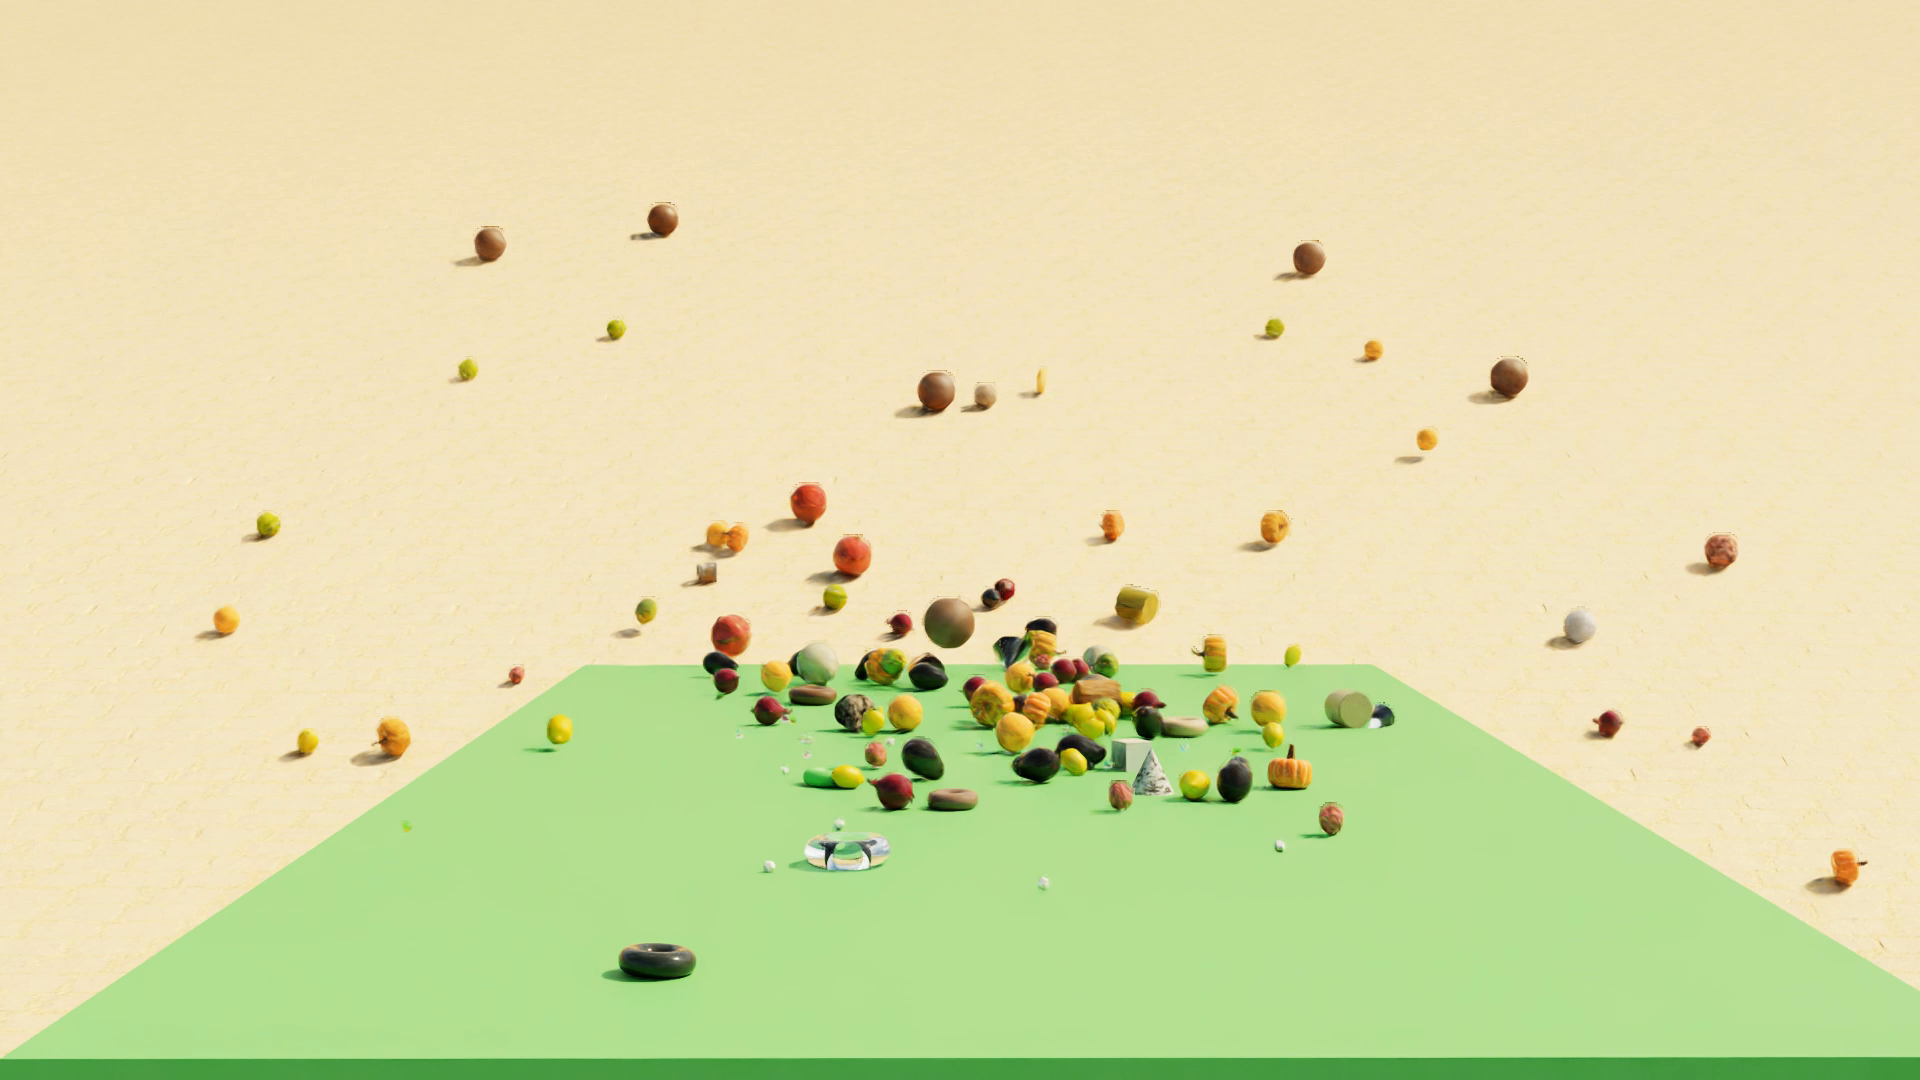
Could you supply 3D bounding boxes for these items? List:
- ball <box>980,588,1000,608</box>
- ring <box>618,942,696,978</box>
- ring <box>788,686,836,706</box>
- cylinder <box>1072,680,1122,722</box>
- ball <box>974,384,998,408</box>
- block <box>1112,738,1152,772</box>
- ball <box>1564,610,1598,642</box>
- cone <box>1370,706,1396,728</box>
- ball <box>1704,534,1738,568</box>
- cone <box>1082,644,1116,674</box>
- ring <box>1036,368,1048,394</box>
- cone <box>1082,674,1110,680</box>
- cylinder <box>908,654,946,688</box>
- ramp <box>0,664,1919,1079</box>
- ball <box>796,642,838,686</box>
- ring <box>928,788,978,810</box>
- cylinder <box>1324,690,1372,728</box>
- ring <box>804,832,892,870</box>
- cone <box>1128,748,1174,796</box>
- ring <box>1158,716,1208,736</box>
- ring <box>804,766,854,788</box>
[{"bbox_3d":[0.085,0.160,7.091,0.054,0.054,0.054,0,22,0],"label":"ball"},{"bbox_3d":[-0.343,0.477,2.916,0.089,0.030,0.089,3,0,0],"label":"ring"},{"bbox_3d":[-0.324,0.341,5.650,0.108,0.036,0.108,1,3,0],"label":"ring"},{"bbox_3d":[0.284,0.332,5.325,0.084,0.084,0.084,0,22,-11],"label":"cylinder"},{"bbox_3d":[0.086,-0.485,8.647,0.081,0.081,0.081,0,22,0],"label":"ball"},{"bbox_3d":[0.306,0.384,4.594,0.052,0.052,0.052,-2,3,-28],"label":"block"},{"bbox_3d":[1.660,0.229,6.879,0.087,0.087,0.087,0,22,0],"label":"ball"},{"bbox_3d":[0.841,0.368,5.196,0.055,0.055,0.055,18,27,37],"label":"cone"},{"bbox_3d":[2.178,0.030,7.359,0.095,0.095,0.095,0,22,0],"label":"ball"},{"bbox_3d":[0.338,0.311,6.244,0.082,0.082,0.082,1,30,2],"label":"cone"},{"bbox_3d":[0.279,-0.544,8.780,0.029,0.088,0.088,5,23,6],"label":"ring"},{"bbox_3d":[0.281,0.348,5.451,0.092,0.092,0.092,7,32,17],"label":"cone"},{"bbox_3d":[-0.078,0.305,5.988,0.076,0.076,0.076,-4,4,-11],"label":"cylinder"},{"bbox_3d":[0.051,0.463,4.534,2.000,0.100,4.000,0,3,0],"label":"ramp"},{"bbox_3d":[-0.334,0.291,6.031,0.100,0.100,0.100,0,22,0],"label":"ball"},{"bbox_3d":[-0.011,0.418,4.145,0.084,0.028,0.084,-1,3,0],"label":"ring"},{"bbox_3d":[0.788,0.343,5.223,0.072,0.072,0.072,-7,5,-17],"label":"cylinder"},{"bbox_3d":[-0.158,0.437,3.621,0.123,0.041,0.123,-2,3,0],"label":"ring"},{"bbox_3d":[0.321,0.385,4.311,0.077,0.077,0.077,0,3,0],"label":"cone"},{"bbox_3d":[0.442,0.370,5.091,0.098,0.033,0.098,-1,3,0],"label":"ring"},{"bbox_3d":[-0.226,0.405,4.407,0.087,0.029,0.087,-1,4,0],"label":"ring"}]
